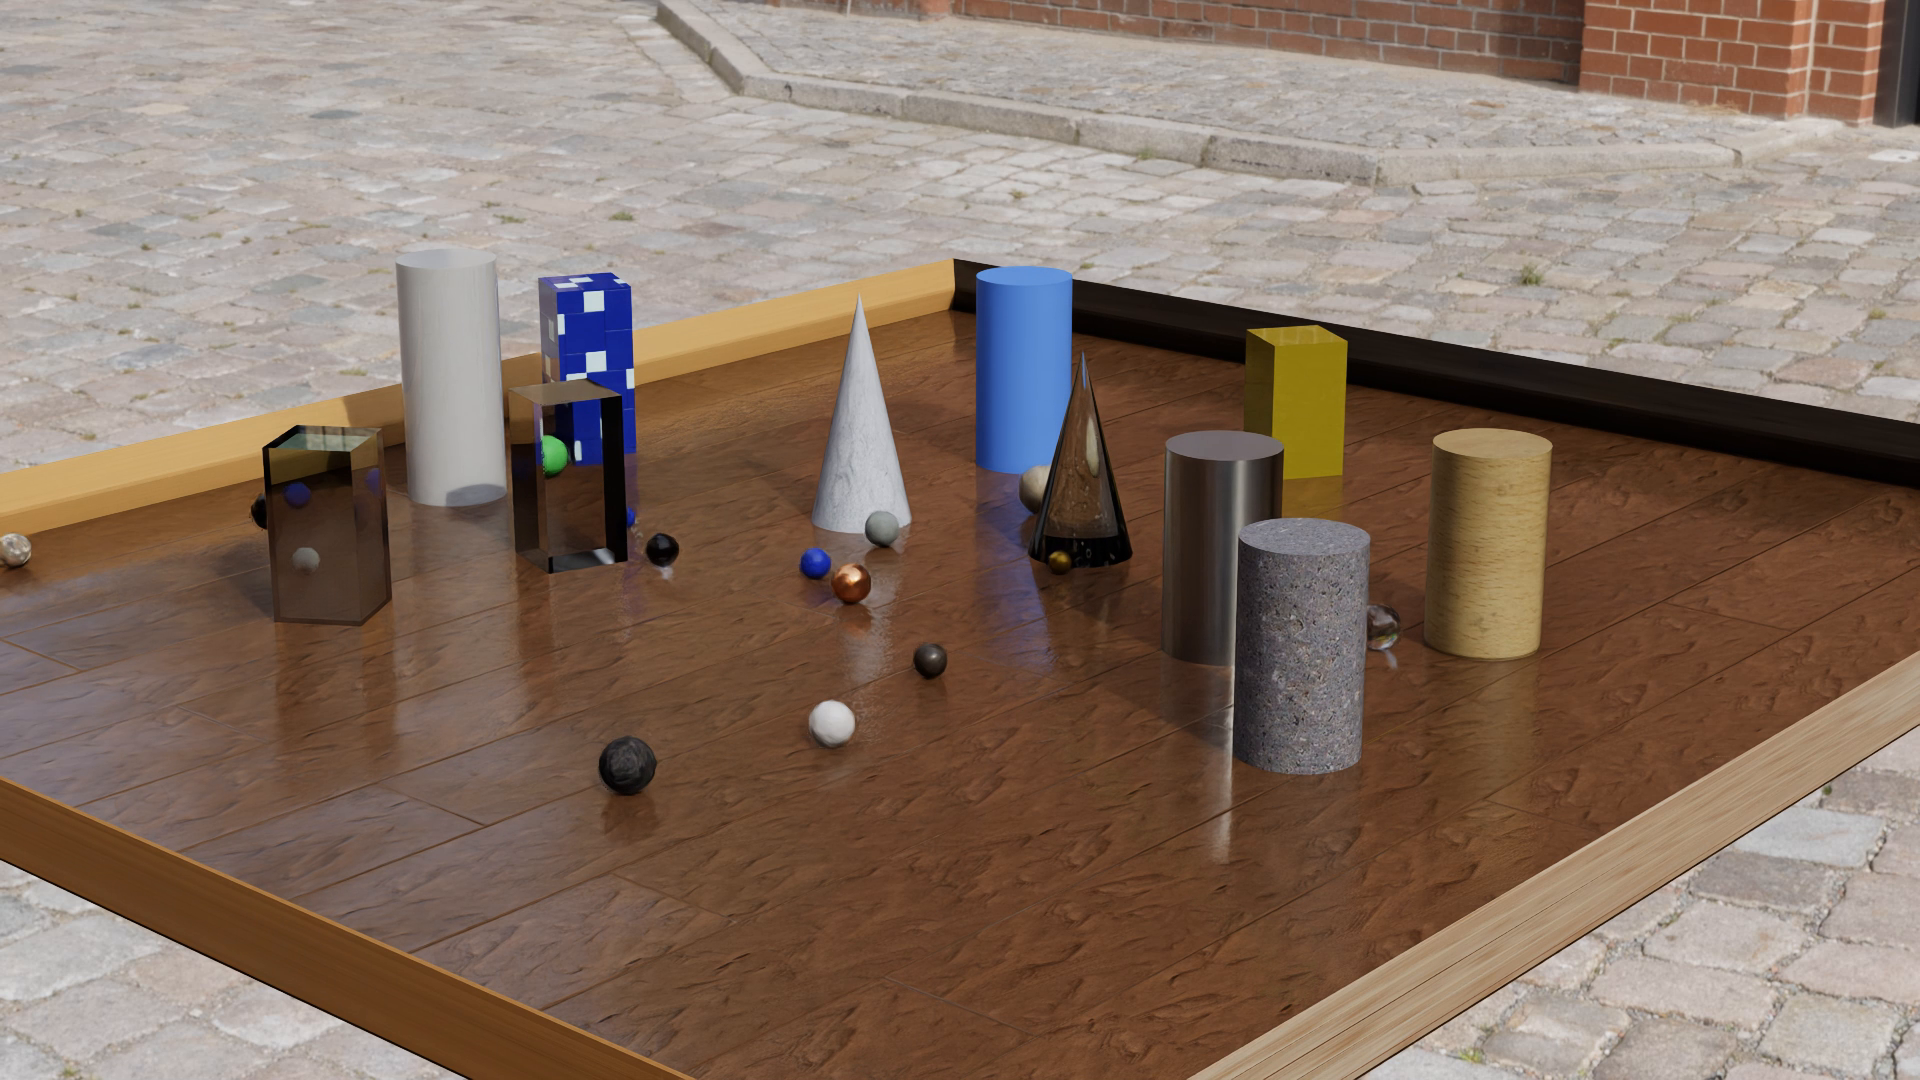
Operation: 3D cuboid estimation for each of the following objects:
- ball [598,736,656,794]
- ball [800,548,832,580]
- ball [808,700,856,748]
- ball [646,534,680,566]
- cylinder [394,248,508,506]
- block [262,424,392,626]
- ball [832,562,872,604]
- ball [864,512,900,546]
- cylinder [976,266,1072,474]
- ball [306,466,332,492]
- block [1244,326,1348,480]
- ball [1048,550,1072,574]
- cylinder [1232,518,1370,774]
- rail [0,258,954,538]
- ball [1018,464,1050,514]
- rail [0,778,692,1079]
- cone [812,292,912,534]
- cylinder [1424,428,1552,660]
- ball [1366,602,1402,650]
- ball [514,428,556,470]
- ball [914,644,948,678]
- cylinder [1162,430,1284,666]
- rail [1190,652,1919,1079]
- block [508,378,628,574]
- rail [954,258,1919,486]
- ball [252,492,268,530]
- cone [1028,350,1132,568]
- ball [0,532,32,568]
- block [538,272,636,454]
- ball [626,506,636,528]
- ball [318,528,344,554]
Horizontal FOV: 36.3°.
[{"bbox_3d":[-0.479,0.324,4.228,0.082,0.082,0.082,0,17,0],"label":"ball"},{"bbox_3d":[-0.257,0.042,5.210,0.056,0.056,0.056,0,17,0],"label":"ball"},{"bbox_3d":[-0.193,0.276,4.407,0.071,0.071,0.071,0,17,0],"label":"ball"},{"bbox_3d":[-0.536,0.018,5.280,0.060,0.060,0.060,0,17,0],"label":"ball"},{"bbox_3d":[-0.985,-0.316,5.683,0.193,0.467,0.193,0,17,0],"label":"cylinder"},{"bbox_3d":[-1.077,-0.026,4.999,0.154,0.306,0.154,3,17,9],"label":"block"},{"bbox_3d":[-0.187,0.074,5.077,0.070,0.070,0.070,0,17,0],"label":"ball"},{"bbox_3d":[-0.144,-0.021,5.400,0.065,0.065,0.065,0,17,0],"label":"ball"},{"bbox_3d":[0.129,-0.344,5.919,0.193,0.385,0.193,0,17,0],"label":"cylinder"},{"bbox_3d":[-1.257,-0.120,5.752,0.053,0.053,0.053,0,17,0],"label":"ball"},{"bbox_3d":[0.671,-0.277,5.887,0.154,0.274,0.154,-5,17,-15],"label":"block"},{"bbox_3d":[0.179,0.039,5.241,0.042,0.042,0.042,0,17,0],"label":"ball"},{"bbox_3d":[0.505,0.156,4.347,0.193,0.336,0.193,0,17,0],"label":"cylinder"},{"bbox_3d":[-1.152,-0.258,6.078,0.045,0.125,3.516,14,22,39],"label":"rail"},{"bbox_3d":[0.159,-0.096,5.596,0.096,0.096,0.096,0,17,0],"label":"ball"},{"bbox_3d":[-1.137,0.410,3.867,3.098,0.125,0.045,14,22,39],"label":"rail"},{"bbox_3d":[-0.187,-0.251,5.515,0.193,0.440,0.193,0,17,0],"label":"cone"},{"bbox_3d":[0.869,0.006,4.832,0.193,0.342,0.193,0,17,0],"label":"cylinder"},{"bbox_3d":[0.690,0.142,4.839,0.077,0.077,0.077,0,17,0],"label":"ball"},{"bbox_3d":[-0.855,-0.181,5.900,0.084,0.084,0.084,0,17,0],"label":"ball"},{"bbox_3d":[-0.047,0.193,4.708,0.056,0.056,0.056,0,17,0],"label":"ball"},{"bbox_3d":[0.429,0.012,4.808,0.193,0.345,0.193,0,17,0],"label":"cylinder"},{"bbox_3d":[1.152,0.320,4.163,0.045,0.125,3.516,14,22,39],"label":"rail"},{"bbox_3d":[-0.708,-0.118,5.299,0.154,0.309,0.154,-10,19,-29],"label":"block"},{"bbox_3d":[1.137,-0.347,6.374,3.098,0.125,0.045,14,22,39],"label":"rail"},{"bbox_3d":[-1.289,-0.055,5.495,0.076,0.076,0.076,0,17,0],"label":"ball"},{"bbox_3d":[0.220,-0.160,5.315,0.193,0.381,0.193,0,17,0],"label":"cone"},{"bbox_3d":[-1.703,0.018,5.277,0.062,0.062,0.062,0,17,0],"label":"ball"},{"bbox_3d":[-0.767,-0.359,6.032,0.154,0.349,0.154,-7,18,-21],"label":"block"},{"bbox_3d":[-0.632,-0.043,5.507,0.046,0.046,0.046,0,17,0],"label":"ball"},{"bbox_3d":[-1.149,0.001,5.357,0.048,0.048,0.048,0,17,0],"label":"ball"}]
